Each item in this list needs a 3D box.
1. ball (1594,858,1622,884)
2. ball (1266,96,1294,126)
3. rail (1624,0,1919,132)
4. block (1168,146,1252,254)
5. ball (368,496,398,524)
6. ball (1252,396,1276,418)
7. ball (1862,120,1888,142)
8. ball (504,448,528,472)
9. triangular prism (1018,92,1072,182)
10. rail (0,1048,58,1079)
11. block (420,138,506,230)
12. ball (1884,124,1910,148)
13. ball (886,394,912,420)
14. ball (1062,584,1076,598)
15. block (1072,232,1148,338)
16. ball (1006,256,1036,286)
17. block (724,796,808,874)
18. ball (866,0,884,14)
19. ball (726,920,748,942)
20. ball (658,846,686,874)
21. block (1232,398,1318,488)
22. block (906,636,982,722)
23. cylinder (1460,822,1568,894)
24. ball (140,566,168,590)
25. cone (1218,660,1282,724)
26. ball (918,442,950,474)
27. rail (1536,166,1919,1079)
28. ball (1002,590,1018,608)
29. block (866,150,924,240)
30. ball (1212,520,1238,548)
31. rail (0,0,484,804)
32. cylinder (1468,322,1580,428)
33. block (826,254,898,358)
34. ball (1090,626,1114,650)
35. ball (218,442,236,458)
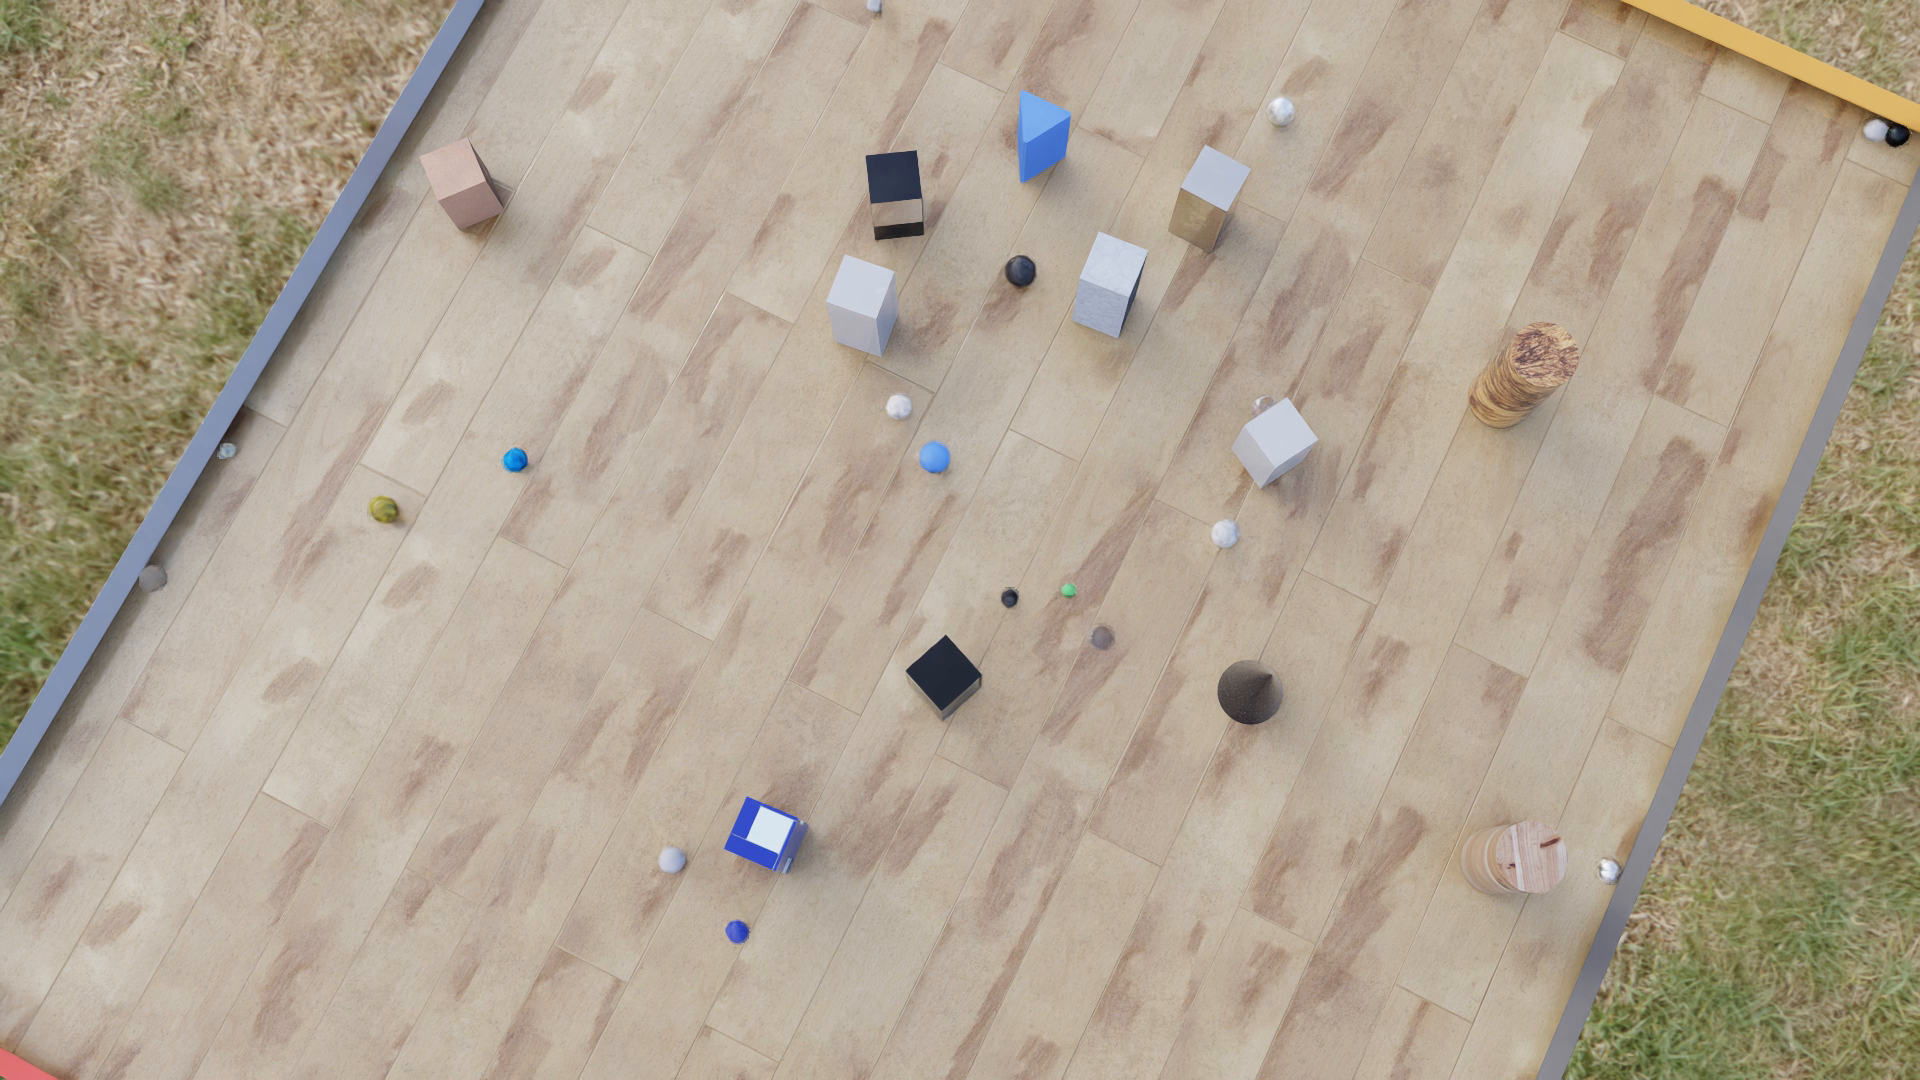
[{"bbox_3d":[1.903,0.969,5.377,0.077,0.077,0.077,0,78,0],"label":"ball"},{"bbox_3d":[1.023,-1.369,5.854,0.090,0.090,0.090,0,78,0],"label":"ball"},{"bbox_3d":[1.151,-2.248,6.016,4.433,0.127,0.045,26,80,5],"label":"rail"},{"bbox_3d":[0.765,-1.046,5.651,0.157,0.356,0.157,29,80,6],"label":"block"},{"bbox_3d":[-1.760,-0.094,5.593,0.085,0.085,0.085,0,78,0],"label":"ball"},{"bbox_3d":[0.939,-0.405,5.660,0.080,0.080,0.080,0,78,0],"label":"ball"},{"bbox_3d":[2.922,-1.307,5.852,0.069,0.069,0.069,0,78,0],"label":"ball"},{"bbox_3d":[-1.365,-0.246,5.631,0.072,0.072,0.072,0,78,0],"label":"ball"},{"bbox_3d":[0.228,-1.278,5.724,0.169,0.308,0.147,-33,80,-6],"label":"triangular prism"},{"bbox_3d":[-1.151,2.262,5.082,4.433,0.127,0.045,26,80,5],"label":"rail"},{"bbox_3d":[-1.551,-1.110,5.722,0.157,0.244,0.157,-24,79,-5],"label":"block"},{"bbox_3d":[2.990,-1.290,5.848,0.070,0.070,0.070,0,78,0],"label":"ball"},{"bbox_3d":[-0.188,-0.411,5.661,0.080,0.080,0.080,0,78,0],"label":"ball"},{"bbox_3d":[0.330,0.153,5.564,0.042,0.042,0.042,0,78,0],"label":"ball"},{"bbox_3d":[0.453,-0.772,5.578,0.157,0.388,0.157,22,79,4],"label":"block"},{"bbox_3d":[0.190,-0.843,5.741,0.098,0.098,0.098,0,78,0],"label":"ball"},{"bbox_3d":[-0.551,0.850,5.254,0.157,0.366,0.157,22,79,4],"label":"block"},{"bbox_3d":[-0.276,-1.736,5.949,0.053,0.053,0.053,0,78,0],"label":"ball"},{"bbox_3d":[-0.651,1.142,5.346,0.066,0.066,0.066,0,78,0],"label":"ball"},{"bbox_3d":[-0.847,0.939,5.382,0.078,0.078,0.078,0,78,0],"label":"ball"},{"bbox_3d":[0.948,-0.290,5.540,0.157,0.267,0.157,-33,80,-6],"label":"block"},{"bbox_3d":[-0.047,0.409,5.382,0.157,0.293,0.157,-41,81,-8],"label":"block"},{"bbox_3d":[1.577,0.912,5.235,0.196,0.378,0.196,0,78,0],"label":"cylinder"},{"bbox_3d":[-2.444,0.115,5.553,0.077,0.077,0.077,0,78,0],"label":"ball"},{"bbox_3d":[0.873,0.418,5.324,0.196,0.403,0.196,0,78,0],"label":"cone"},{"bbox_3d":[-0.079,-0.253,5.620,0.096,0.096,0.096,0,78,0],"label":"ball"},{"bbox_3d":[1.961,0.967,5.350,0.045,0.127,5.197,26,80,5],"label":"rail"},{"bbox_3d":[0.151,0.177,5.553,0.053,0.053,0.053,0,78,0],"label":"ball"},{"bbox_3d":[-0.200,-1.066,5.682,0.157,0.303,0.157,-6,78,-1],"label":"block"},{"bbox_3d":[0.807,-0.019,5.578,0.084,0.084,0.084,0,78,0],"label":"ball"},{"bbox_3d":[-1.961,-0.954,5.748,0.045,0.127,5.197,26,80,5],"label":"rail"},{"bbox_3d":[1.680,-0.487,5.485,0.196,0.455,0.196,0,78,0],"label":"cylinder"},{"bbox_3d":[-0.293,-0.707,5.572,0.157,0.374,0.157,19,79,4],"label":"block"},{"bbox_3d":[0.427,0.294,5.519,0.071,0.071,0.071,0,78,0],"label":"ball"},{"bbox_3d":[-2.258,-0.277,5.649,0.049,0.049,0.049,0,78,0],"label":"ball"}]
